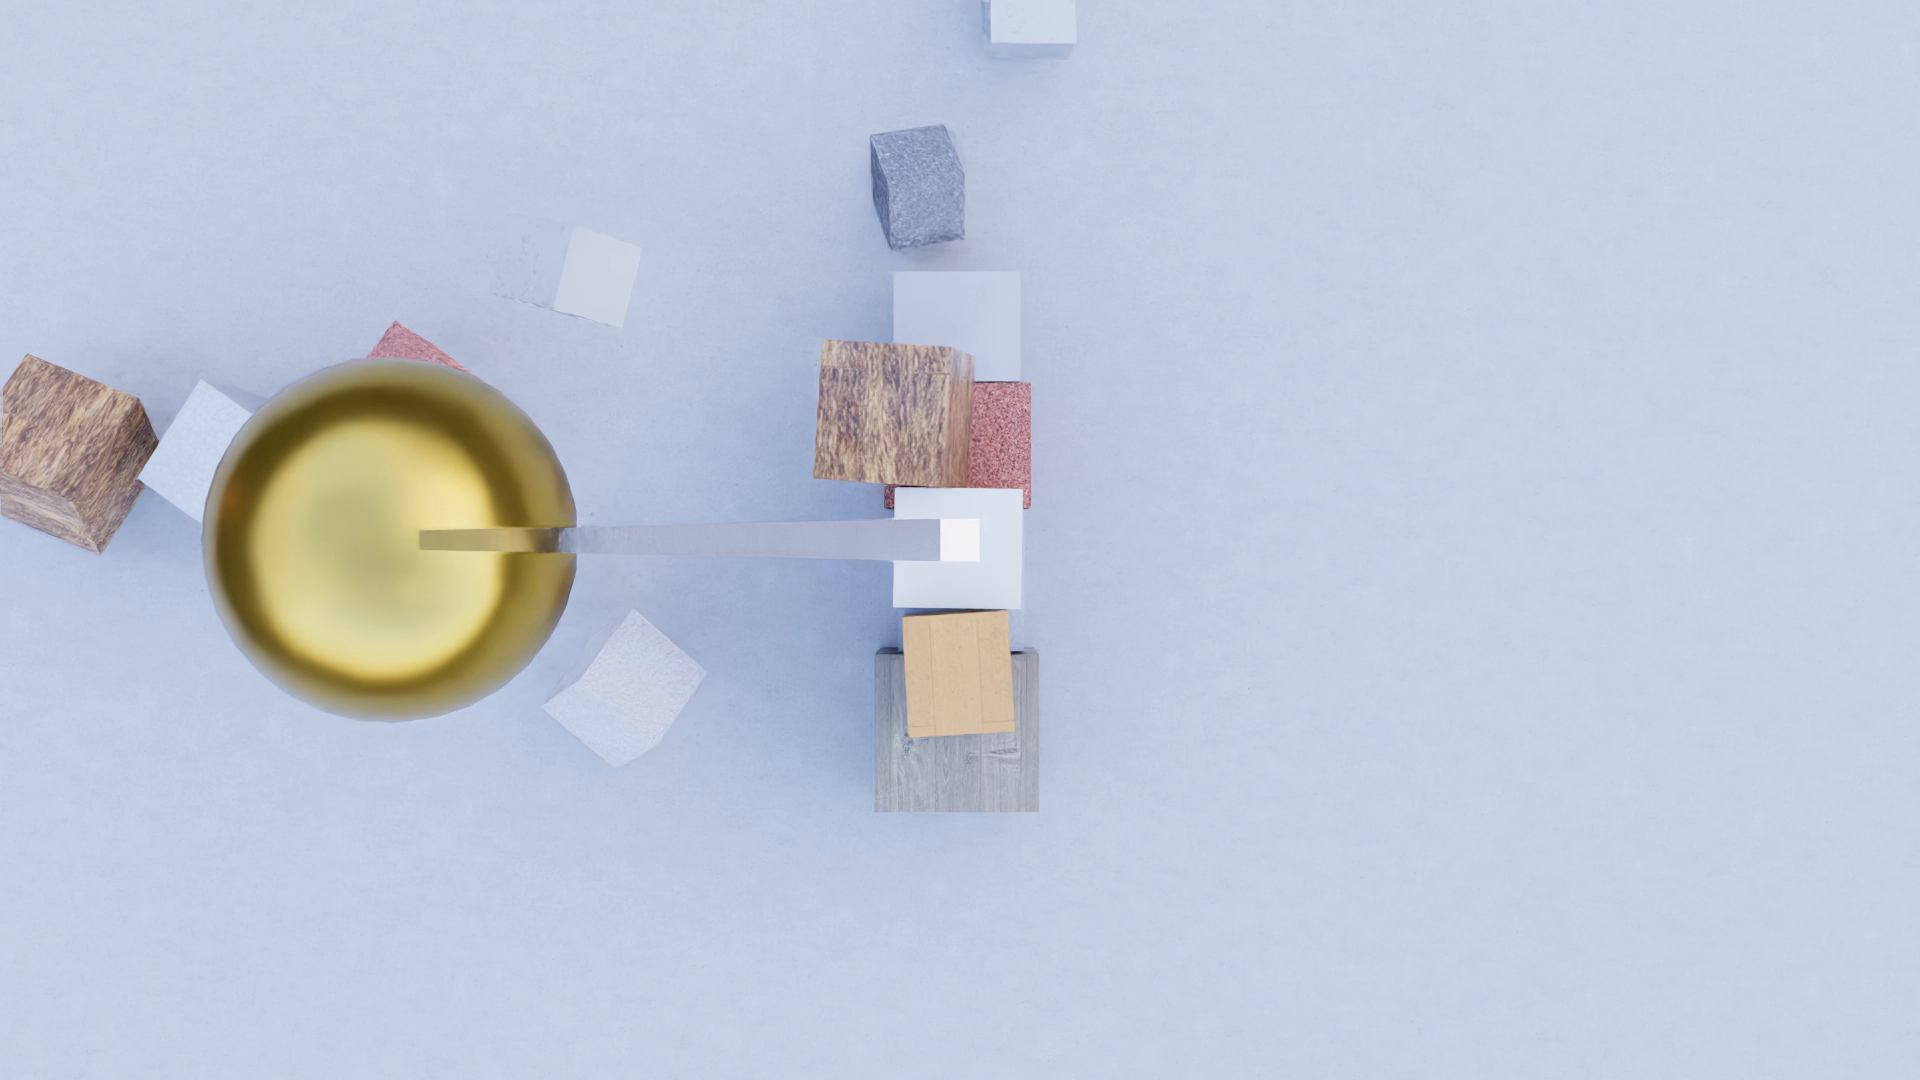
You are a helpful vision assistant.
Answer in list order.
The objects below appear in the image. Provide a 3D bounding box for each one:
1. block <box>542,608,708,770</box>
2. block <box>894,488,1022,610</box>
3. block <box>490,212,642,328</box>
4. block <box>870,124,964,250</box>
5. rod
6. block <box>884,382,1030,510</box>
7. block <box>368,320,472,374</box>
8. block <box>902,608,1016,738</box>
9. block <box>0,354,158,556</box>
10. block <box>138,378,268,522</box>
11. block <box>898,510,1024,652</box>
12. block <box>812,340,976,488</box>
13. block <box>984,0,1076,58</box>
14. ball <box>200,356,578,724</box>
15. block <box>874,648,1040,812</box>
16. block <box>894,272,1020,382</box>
[{"bbox_3d":[-1.916,0.854,12.561,0.569,0.529,0.574,42,52,-13],"label":"block"},{"bbox_3d":[-0.011,0.038,12.030,0.681,0.606,0.641,1,91,0],"label":"block"},{"bbox_3d":[-1.890,-1.296,10.576,0.422,0.489,0.401,16,92,33],"label":"block"},{"bbox_3d":[-0.243,-2.028,12.632,0.438,0.470,0.481,-10,46,-9],"label":"block"},{"bbox_3d":[-1.073,0.000,6.511,0.080,5.200,0.080,0,90,-24],"label":"rod"},{"bbox_3d":[-0.014,-0.532,12.665,0.822,0.671,0.701,0,90,0],"label":"block"},{"bbox_3d":[-3.060,-0.709,12.494,0.704,0.562,0.676,-54,133,-6],"label":"block"},{"bbox_3d":[-0.008,0.702,11.835,0.555,0.677,0.631,-3,90,0],"label":"block"},{"bbox_3d":[-5.094,-0.481,12.506,0.702,0.682,0.708,22,63,4],"label":"block"},{"bbox_3d":[-4.085,-0.423,12.560,0.625,0.748,0.663,33,92,12],"label":"block"},{"bbox_3d":[0.006,0.226,12.670,0.708,0.661,0.796,0,90,0],"label":"block"},{"bbox_3d":[-0.343,-0.671,11.905,0.691,0.797,0.734,4,92,10],"label":"block"},{"bbox_3d":[0.402,-3.070,12.781,0.491,0.399,0.449,-1,90,-5],"label":"block"},{"bbox_3d":[-2.475,0.000,9.608,1.600,1.600,1.600,0,90,0],"label":"ball"},{"bbox_3d":[-0.017,1.071,12.587,0.912,0.826,0.872,0,90,0],"label":"block"},{"bbox_3d":[-0.017,-1.196,12.655,0.709,0.689,0.613,0,90,0],"label":"block"}]
